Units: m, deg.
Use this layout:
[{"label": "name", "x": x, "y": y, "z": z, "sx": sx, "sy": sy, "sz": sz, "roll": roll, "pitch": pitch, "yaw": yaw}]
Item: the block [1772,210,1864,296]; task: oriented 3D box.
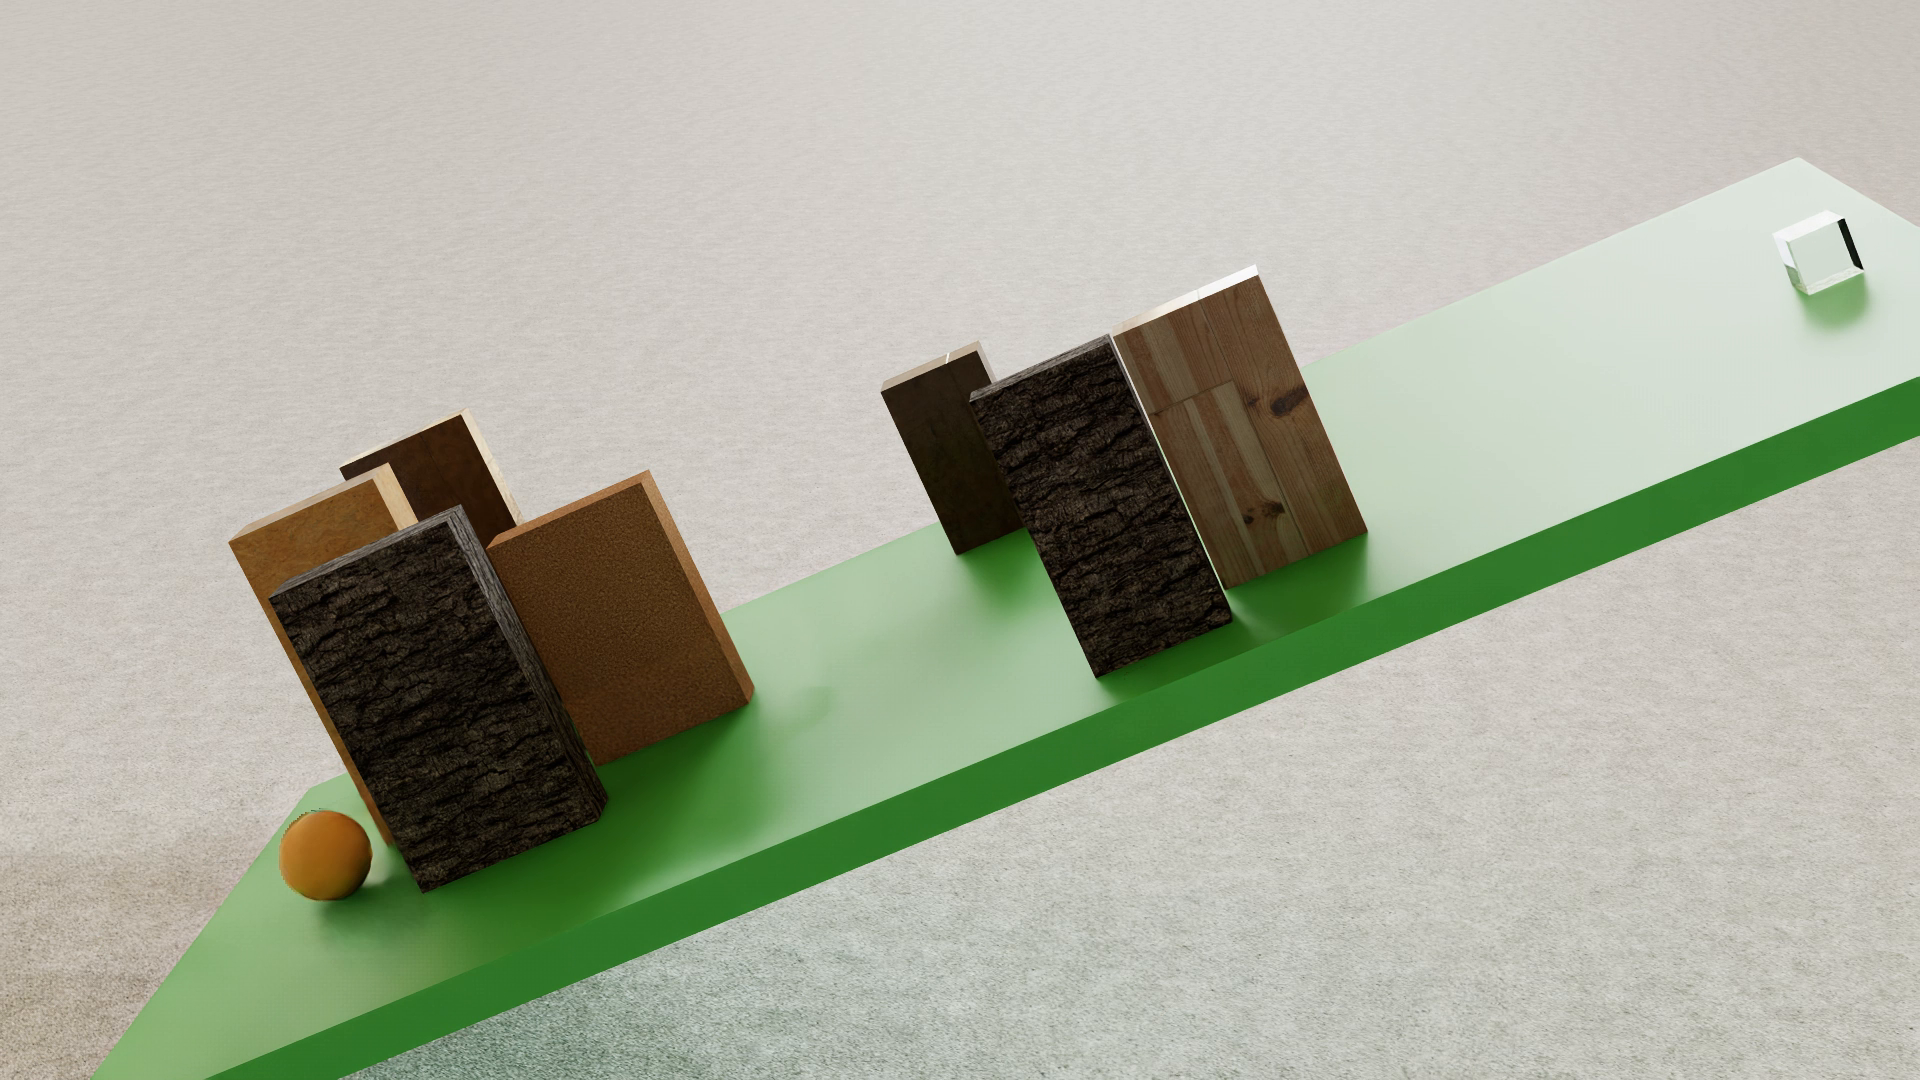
[{"label": "block", "x": 1.706, "y": -0.572, "z": 5.848, "sx": 0.117, "sy": 0.117, "sz": 0.117, "roll": -24, "pitch": 13, "yaw": 5}]

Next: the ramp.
[{"label": "ramp", "x": 0.132, "y": 0.170, "z": 6.284, "sx": 4.000, "sy": 0.100, "sz": 2.000, "roll": -23, "pitch": 13, "yaw": 8}]

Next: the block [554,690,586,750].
[{"label": "block", "x": -0.923, "y": 0.427, "z": 6.695, "sx": 0.128, "sy": 0.128, "sz": 0.128, "roll": -25, "pitch": 13, "yaw": -1}]

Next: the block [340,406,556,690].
[{"label": "block", "x": -1.197, "y": 0.079, "z": 7.213, "sx": 0.334, "sy": 0.741, "sz": 0.084, "roll": -23, "pitch": 13, "yaw": 8}]

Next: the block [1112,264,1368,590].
[{"label": "block", "x": 0.535, "y": -0.213, "z": 5.619, "sx": 0.296, "sy": 0.541, "sz": 0.106, "roll": -23, "pitch": 13, "yaw": 8}]

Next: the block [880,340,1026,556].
[{"label": "block", "x": 0.017, "y": -0.214, "z": 6.846, "sx": 0.244, "sy": 0.426, "sz": 0.118, "roll": -23, "pitch": 13, "yaw": 8}]

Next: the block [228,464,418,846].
[{"label": "block", "x": -1.279, "y": 0.258, "z": 6.574, "sx": 0.360, "sy": 0.772, "sz": 0.146, "roll": -23, "pitch": 13, "yaw": 8}]

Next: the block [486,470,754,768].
[{"label": "block", "x": -0.738, "y": 0.173, "z": 6.430, "sx": 0.373, "sy": 0.543, "sz": 0.116, "roll": -23, "pitch": 13, "yaw": 8}]

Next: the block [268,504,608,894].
[{"label": "block", "x": -1.070, "y": 0.330, "z": 6.066, "sx": 0.408, "sy": 0.696, "sz": 0.136, "roll": -23, "pitch": 13, "yaw": 8}]

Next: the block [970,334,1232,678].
[{"label": "block", "x": 0.263, "y": -0.061, "z": 5.438, "sx": 0.277, "sy": 0.575, "sz": 0.086, "roll": -23, "pitch": 13, "yaw": 8}]

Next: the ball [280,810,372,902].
[{"label": "ball", "x": -1.367, "y": 0.682, "z": 6.346, "sx": 0.194, "sy": 0.194, "sz": 0.194, "roll": 0, "pitch": 15, "yaw": 0}]
